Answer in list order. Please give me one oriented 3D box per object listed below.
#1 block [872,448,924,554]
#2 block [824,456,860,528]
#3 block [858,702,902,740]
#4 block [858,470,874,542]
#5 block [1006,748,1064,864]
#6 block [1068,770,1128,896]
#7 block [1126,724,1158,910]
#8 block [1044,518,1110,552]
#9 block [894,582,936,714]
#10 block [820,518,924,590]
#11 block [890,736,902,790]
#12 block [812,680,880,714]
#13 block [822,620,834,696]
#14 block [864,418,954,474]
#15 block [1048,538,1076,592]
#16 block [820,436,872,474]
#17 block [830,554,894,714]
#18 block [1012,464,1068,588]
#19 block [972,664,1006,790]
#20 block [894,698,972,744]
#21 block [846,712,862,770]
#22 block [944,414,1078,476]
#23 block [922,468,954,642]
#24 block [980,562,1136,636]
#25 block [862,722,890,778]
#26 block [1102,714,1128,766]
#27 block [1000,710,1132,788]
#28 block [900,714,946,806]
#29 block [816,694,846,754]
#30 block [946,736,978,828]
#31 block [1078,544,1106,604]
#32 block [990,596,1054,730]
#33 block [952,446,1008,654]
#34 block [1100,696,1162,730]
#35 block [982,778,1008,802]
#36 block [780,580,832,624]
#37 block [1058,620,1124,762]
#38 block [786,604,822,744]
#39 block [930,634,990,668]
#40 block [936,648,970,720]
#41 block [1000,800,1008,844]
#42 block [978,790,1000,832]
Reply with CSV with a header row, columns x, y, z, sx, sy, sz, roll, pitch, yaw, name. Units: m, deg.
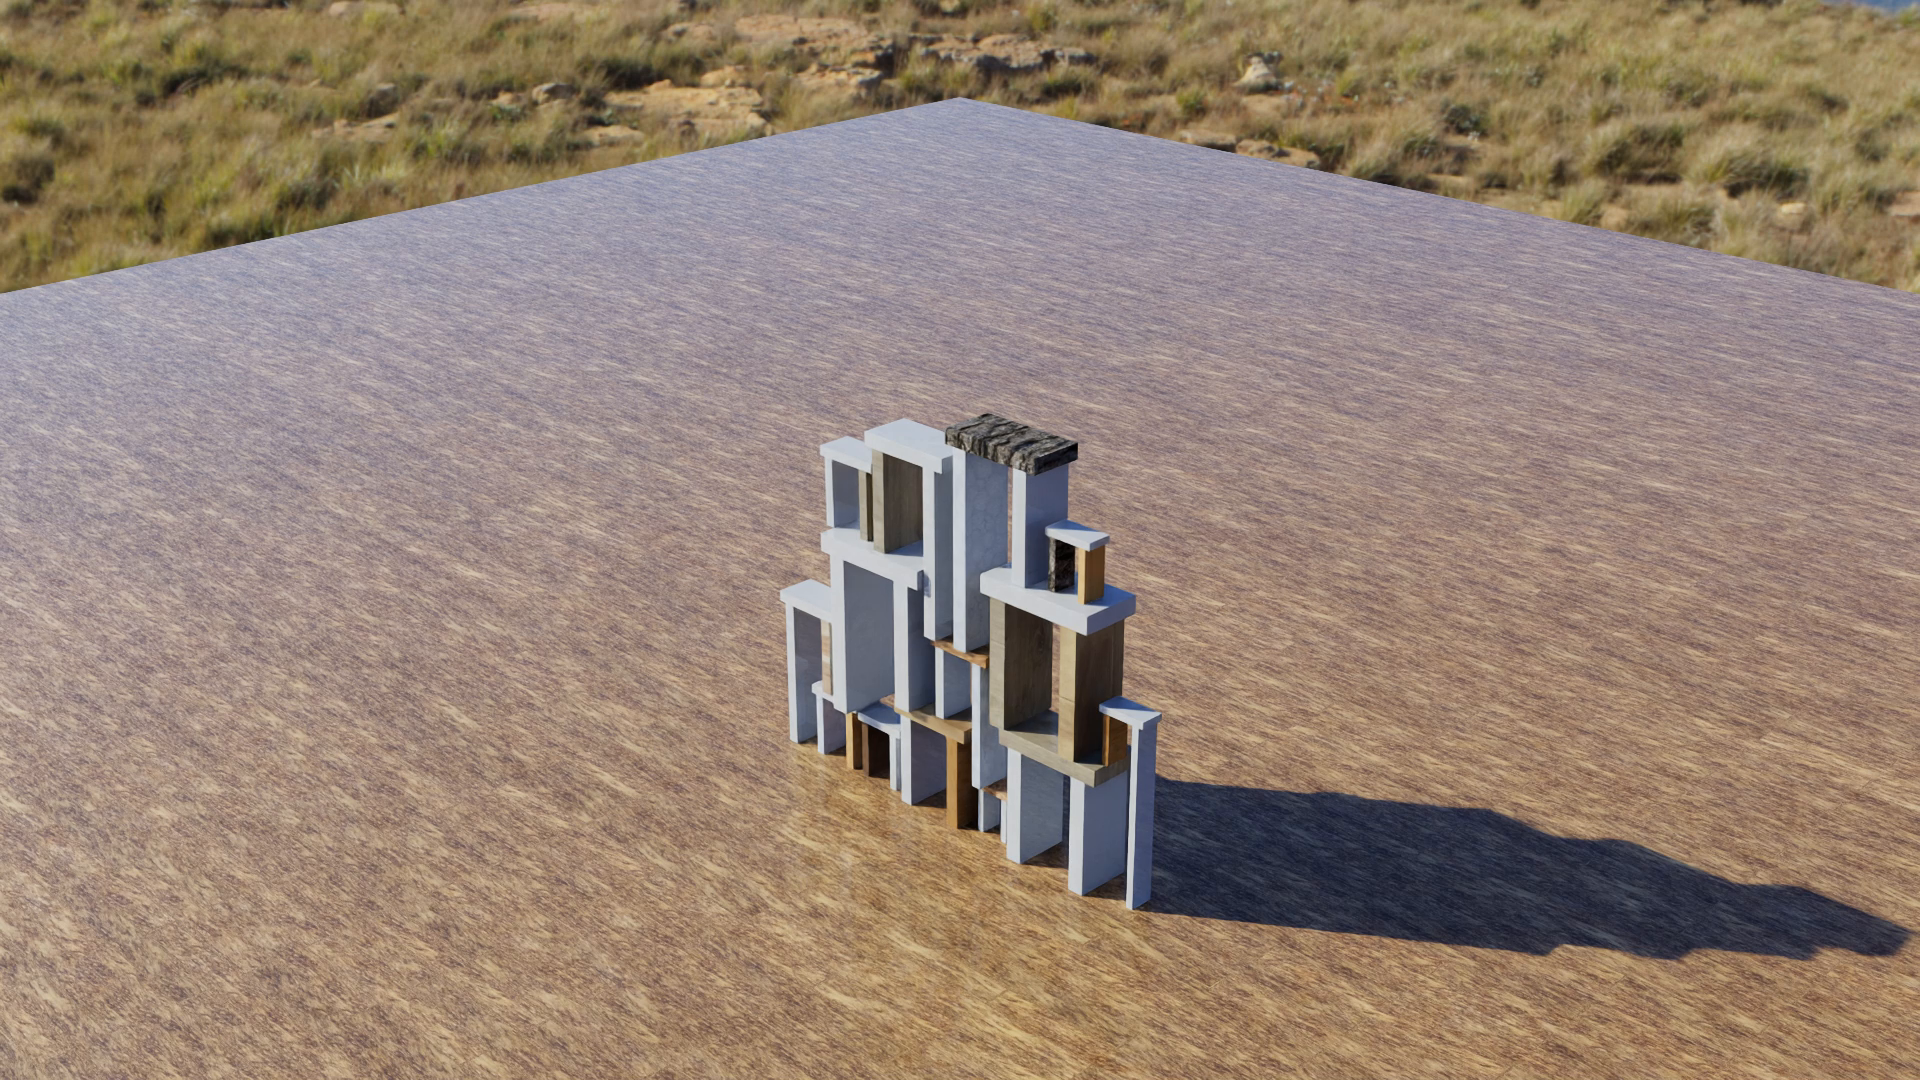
x,y,z,sx,sy,sz,roll,pitch,yaw,name
-0.122,-0.089,4.313,0.030,0.212,0.106,21,31,40,block
-0.236,-0.105,4.434,0.021,0.148,0.074,20,30,41,block
-0.145,0.373,4.540,0.125,0.018,0.063,21,31,41,block
-0.166,-0.078,4.370,0.021,0.148,0.074,21,31,40,block
0.147,0.496,4.278,0.035,0.244,0.122,21,31,41,block
0.262,0.541,4.173,0.035,0.244,0.122,21,31,41,block
0.336,0.508,4.072,0.015,0.384,0.053,21,31,41,block
0.212,-0.009,3.987,0.109,0.015,0.054,21,31,41,block
-0.067,0.193,4.374,0.039,0.276,0.138,21,31,41,block
-0.132,0.022,4.372,0.276,0.039,0.138,21,31,40,block
-0.116,0.450,4.540,0.018,0.125,0.063,21,31,41,block
-0.240,0.323,4.624,0.137,0.019,0.068,21,31,40,block
-0.249,0.232,4.597,0.024,0.168,0.084,21,31,40,block
-0.072,-0.181,4.220,0.212,0.030,0.106,21,31,41,block
0.187,0.038,4.036,0.015,0.109,0.054,21,31,41,block
-0.201,-0.170,4.370,0.148,0.021,0.074,21,31,40,block
-0.198,0.174,4.507,0.039,0.346,0.138,21,31,40,block
0.148,-0.036,4.056,0.033,0.230,0.115,21,31,41,block
0.058,0.353,4.306,0.076,0.270,0.022,-21,31,-40,block
-0.028,0.347,4.401,0.198,0.028,0.099,21,31,41,block
-0.207,0.407,4.626,0.019,0.137,0.068,21,31,41,block
0.093,-0.178,4.054,0.230,0.033,0.115,21,31,41,block
-0.022,0.015,4.249,0.106,0.354,0.030,-21,31,-41,block
0.180,0.100,4.078,0.268,0.038,0.134,21,31,41,block
-0.175,0.427,4.595,0.018,0.125,0.063,21,31,41,block
0.286,0.361,4.063,0.053,0.105,0.015,-21,31,-41,block
0.204,0.391,4.171,0.244,0.035,0.122,21,31,41,block
-0.074,0.433,4.488,0.028,0.198,0.099,21,31,41,block
-0.272,0.382,4.685,0.019,0.137,0.068,21,31,41,block
0.019,0.469,4.402,0.028,0.198,0.099,21,31,41,block
0.238,0.058,3.988,0.015,0.109,0.054,21,31,41,block
0.117,0.216,4.196,0.038,0.268,0.134,21,31,41,block
0.039,0.007,4.191,0.115,0.414,0.033,-21,31,-40,block
0.311,0.315,4.017,0.105,0.015,0.053,21,31,41,block
0.080,0.490,4.346,0.047,0.013,0.095,-21,31,-41,block
-0.289,0.128,4.597,0.084,0.024,0.168,-21,31,-40,block
0.244,0.265,4.079,0.134,0.268,0.038,-21,31,-41,block
-0.328,0.273,4.702,0.024,0.324,0.084,21,31,41,block
0.022,0.205,4.282,0.076,0.022,0.152,-21,31,-40,block
-0.013,0.271,4.348,0.076,0.152,0.022,-21,31,-41,block
0.103,0.549,4.347,0.047,0.095,0.013,-21,31,-41,block
0.058,0.531,4.388,0.013,0.094,0.047,21,31,41,block
